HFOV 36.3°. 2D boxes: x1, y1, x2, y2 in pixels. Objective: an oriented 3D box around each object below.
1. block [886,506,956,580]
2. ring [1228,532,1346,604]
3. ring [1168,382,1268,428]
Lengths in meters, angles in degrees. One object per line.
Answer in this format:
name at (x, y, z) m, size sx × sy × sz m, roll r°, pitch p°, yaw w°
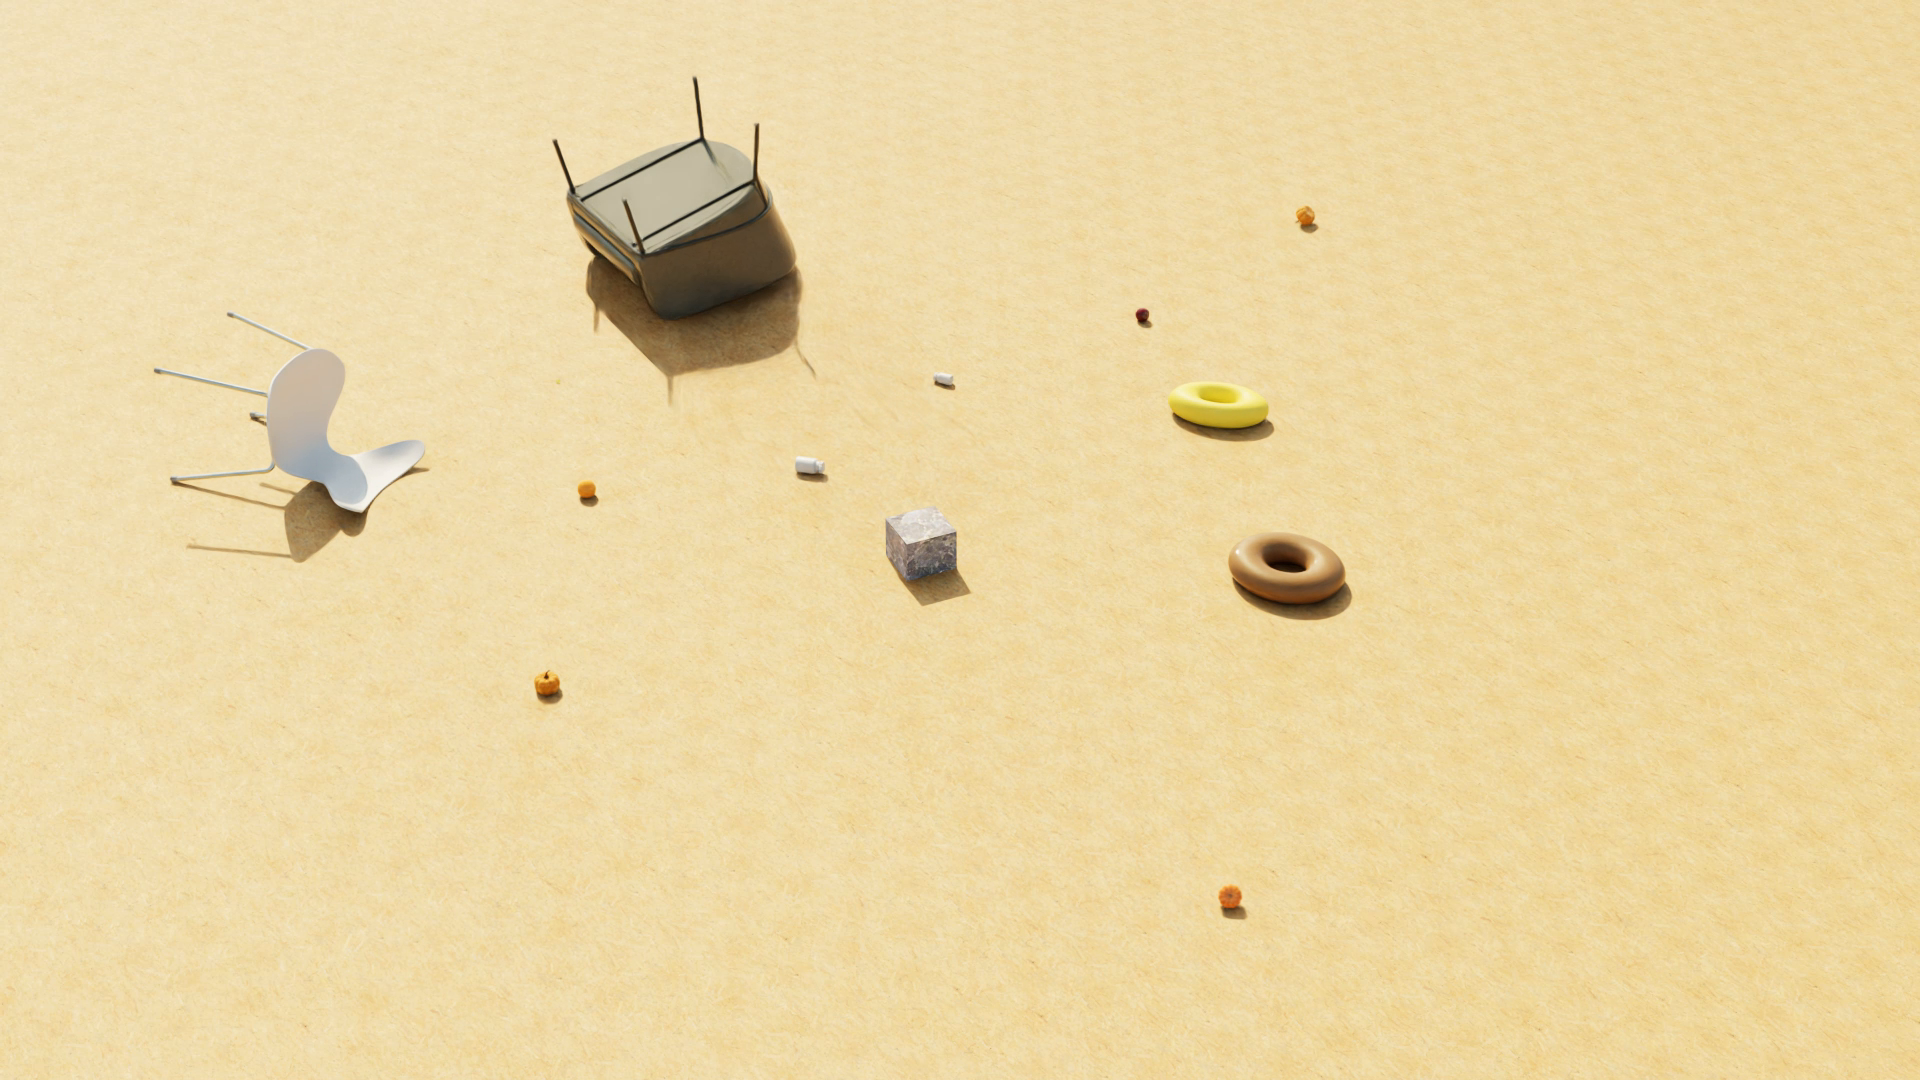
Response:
block at (-0.143, 0.012, 10.779) m, size 0.200 × 0.162 × 0.193 m, roll -15°, pitch 36°, yaw -21°
ring at (1.192, 0.101, 10.697) m, size 0.441 × 0.105 × 0.373 m, roll 19°, pitch 39°, yaw 25°
ring at (1.029, -0.538, 11.667) m, size 0.405 × 0.105 × 0.235 m, roll 8°, pitch 36°, yaw 11°
